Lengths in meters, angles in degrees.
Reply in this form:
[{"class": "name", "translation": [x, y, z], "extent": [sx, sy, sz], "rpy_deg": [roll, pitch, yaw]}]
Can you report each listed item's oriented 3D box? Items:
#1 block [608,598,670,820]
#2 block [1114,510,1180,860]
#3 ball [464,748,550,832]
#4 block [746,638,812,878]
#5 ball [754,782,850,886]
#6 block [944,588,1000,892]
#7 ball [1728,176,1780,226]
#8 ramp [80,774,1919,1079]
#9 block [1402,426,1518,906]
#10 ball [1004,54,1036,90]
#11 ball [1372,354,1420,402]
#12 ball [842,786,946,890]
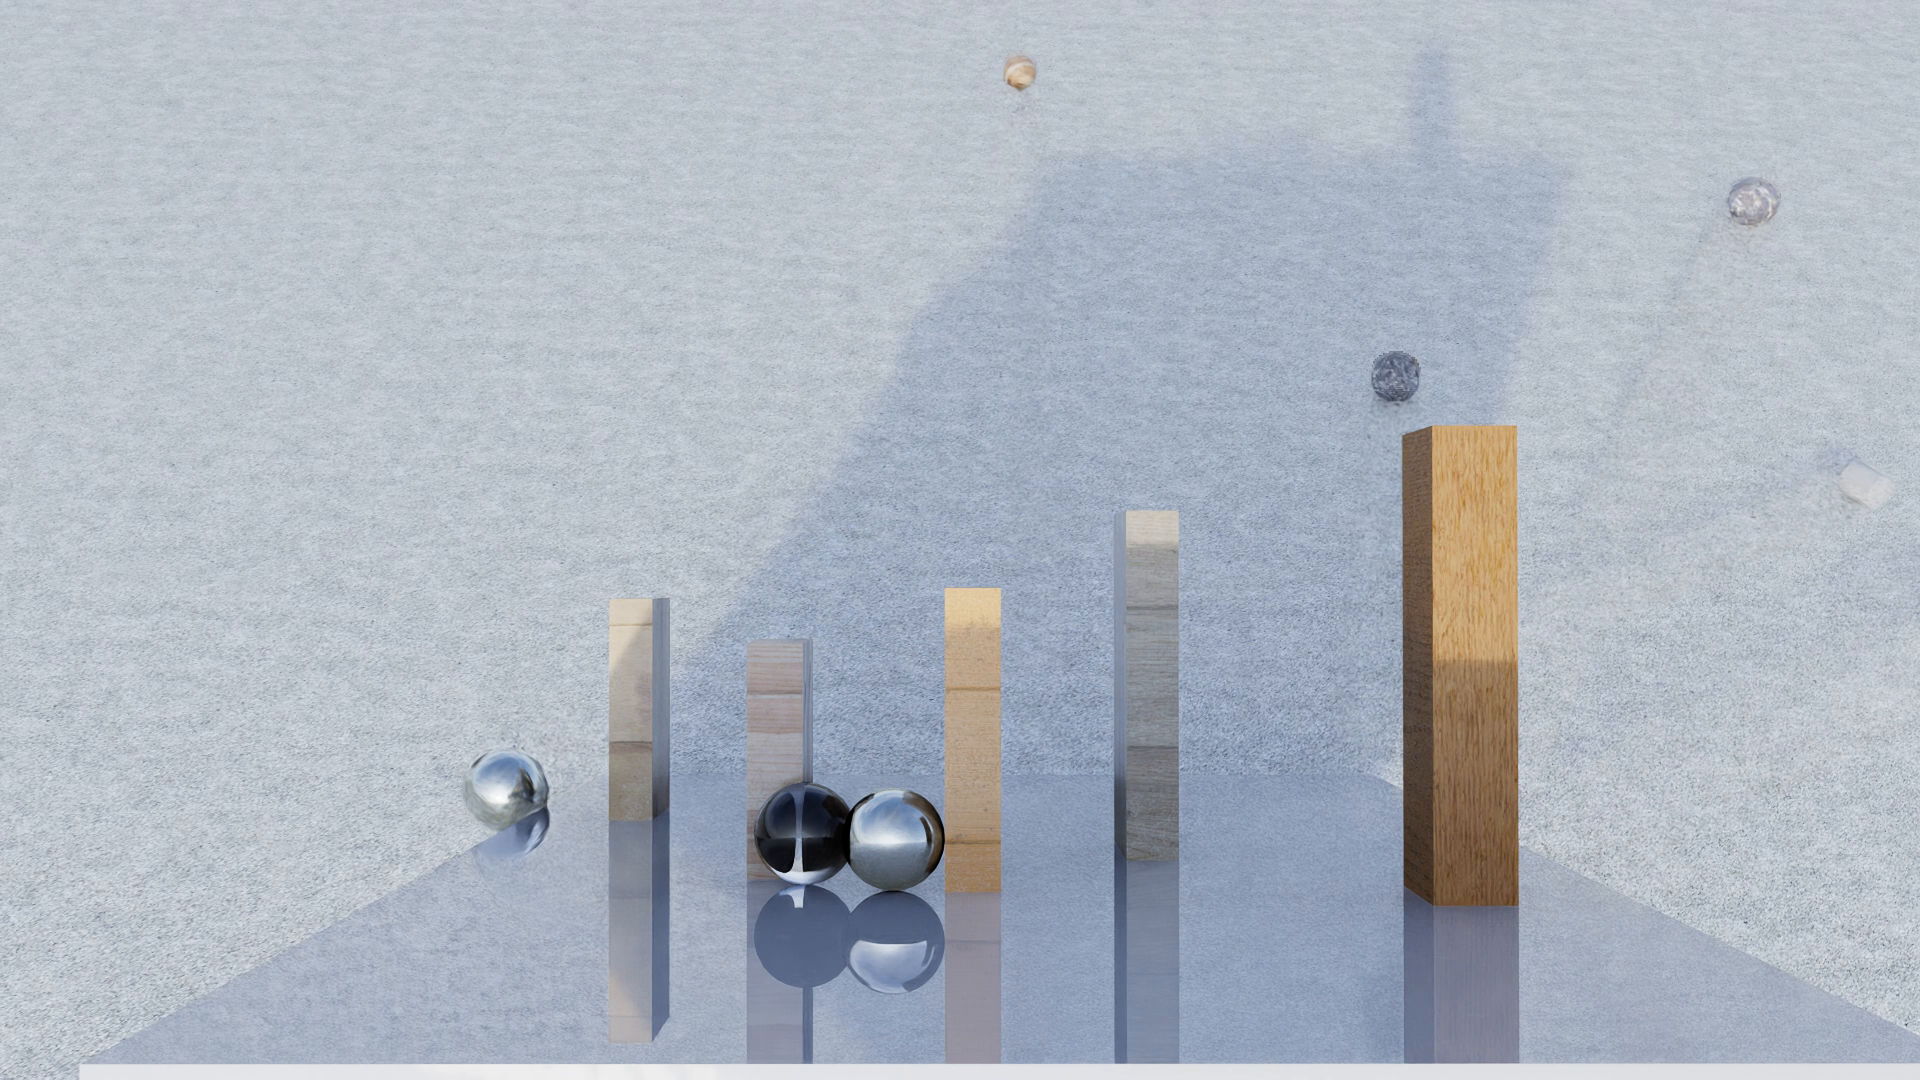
[{"class": "block", "translation": [-0.696, 0.361, 5.642], "extent": [0.091, 0.468, 0.331], "rpy_deg": [0, -1, 0]}, {"class": "block", "translation": [0.349, 0.266, 4.883], "extent": [0.095, 0.634, 0.373], "rpy_deg": [0, -1, 0]}, {"class": "ball", "translation": [-1.025, 0.567, 5.865], "extent": [0.191, 0.191, 0.191], "rpy_deg": [0, 32, 0]}, {"class": "block", "translation": [-0.315, 0.378, 4.570], "extent": [0.095, 0.401, 0.312], "rpy_deg": [0, -1, 0]}, {"class": "ball", "translation": [-0.258, 0.490, 4.327], "extent": [0.171, 0.171, 0.171], "rpy_deg": [0, 32, 0]}, {"class": "block", "translation": [0.021, 0.329, 4.421], "extent": [0.091, 0.495, 0.390], "rpy_deg": [0, -1, 0]}, {"class": "ball", "translation": [2.961, -1.262, 9.674], "extent": [0.185, 0.185, 0.185], "rpy_deg": [0, 32, 0]}, {"class": "ramp", "translation": [0.072, 0.631, 4.730], "extent": [2.000, 0.100, 4.000], "rpy_deg": [0, -1, 0]}, {"class": "block", "translation": [0.805, 0.198, 4.186], "extent": [0.133, 0.750, 0.275], "rpy_deg": [0, -1, 0]}, {"class": "ball", "translation": [0.250, -1.950, 10.802], "extent": [0.141, 0.141, 0.141], "rpy_deg": [0, 32, 0]}, {"class": "ball", "translation": [1.437, -0.534, 8.547], "extent": [0.160, 0.160, 0.160], "rpy_deg": [0, 32, 0]}, {"class": "ball", "translation": [-0.109, 0.490, 4.246], "extent": [0.169, 0.169, 0.169], "rpy_deg": [0, 32, 0]}]
